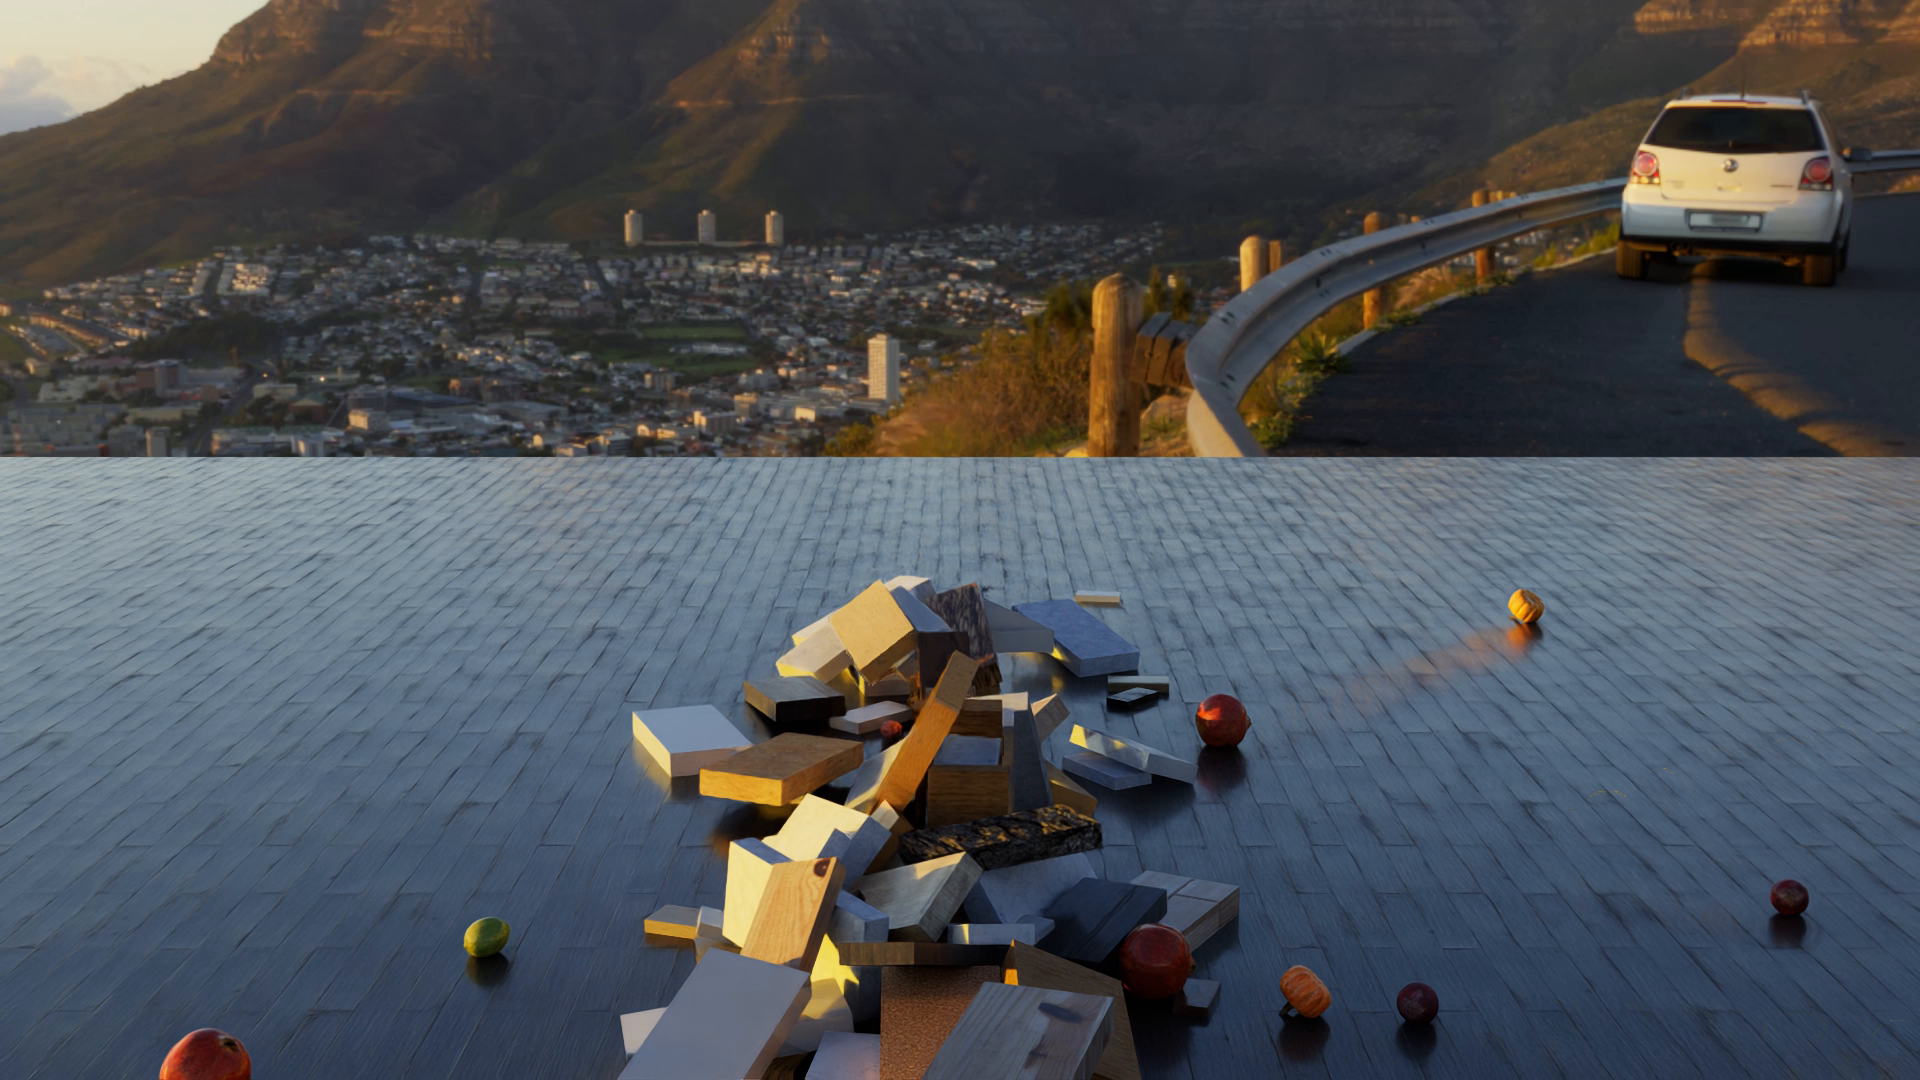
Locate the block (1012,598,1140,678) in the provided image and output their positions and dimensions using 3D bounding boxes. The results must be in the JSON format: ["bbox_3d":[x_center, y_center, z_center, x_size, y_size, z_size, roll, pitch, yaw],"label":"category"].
[{"bbox_3d":[0.274,0.232,5.283,0.163,0.046,0.327,-6,24,-28],"label":"block"}]

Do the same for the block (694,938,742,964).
[{"bbox_3d":[-0.353,0.647,3.305,0.075,0.021,0.235,-2,11,-11],"label":"block"}]

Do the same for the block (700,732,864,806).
[{"bbox_3d":[-0.337,0.435,4.200,0.170,0.048,0.340,5,9,23],"label":"block"}]

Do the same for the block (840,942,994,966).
[{"bbox_3d":[-0.052,0.555,2.942,0.099,0.028,0.380,-4,-12,16],"label":"block"}]

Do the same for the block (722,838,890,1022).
[{"bbox_3d":[-0.228,0.561,3.194,0.043,0.150,0.344,-4,15,-39],"label":"block"}]

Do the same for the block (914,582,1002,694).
[{"bbox_3d":[-0.020,0.216,4.647,0.171,0.048,0.341,-17,29,2],"label":"block"}]

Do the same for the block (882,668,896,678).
[{"bbox_3d":[-0.122,0.269,4.995,0.139,0.020,0.069,-24,10,-4],"label":"block"}]

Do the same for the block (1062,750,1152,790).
[{"bbox_3d":[0.289,0.453,4.337,0.088,0.025,0.176,-7,12,-32],"label":"block"}]

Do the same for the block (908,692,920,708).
[{"bbox_3d":[-0.046,0.335,4.576,0.119,0.017,0.059,2,11,9],"label":"block"}]

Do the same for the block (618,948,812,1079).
[{"bbox_3d":[-0.324,0.659,2.859,0.150,0.043,0.301,11,34,18],"label":"block"}]

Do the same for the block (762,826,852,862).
[{"bbox_3d":[-0.270,0.518,3.431,0.036,0.126,0.253,40,-27,-18],"label":"block"}]

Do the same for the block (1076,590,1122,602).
[{"bbox_3d":[0.376,0.153,5.975,0.119,0.017,0.059,2,11,9],"label":"block"}]

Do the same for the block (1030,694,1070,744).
[{"bbox_3d":[0.044,0.390,4.114,0.324,0.046,0.162,-26,10,45],"label":"block"}]

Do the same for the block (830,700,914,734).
[{"bbox_3d":[-0.186,0.381,4.727,0.088,0.025,0.176,10,14,42],"label":"block"}]

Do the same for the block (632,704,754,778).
[{"bbox_3d":[-0.550,0.409,4.512,0.170,0.048,0.340,-4,11,-20],"label":"block"}]

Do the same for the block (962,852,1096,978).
[{"bbox_3d":[0.115,0.552,3.424,0.047,0.164,0.328,-30,-4,27],"label":"block"}]

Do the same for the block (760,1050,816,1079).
[{"bbox_3d":[-0.189,0.659,3.216,0.108,0.030,0.627,3,11,15],"label":"block"}]

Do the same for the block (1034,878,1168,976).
[{"bbox_3d":[0.199,0.589,3.319,0.139,0.039,0.277,5,16,25],"label":"block"}]

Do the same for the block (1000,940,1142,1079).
[{"bbox_3d":[0.140,0.630,2.849,0.160,0.045,0.320,22,12,-6],"label":"block"}]

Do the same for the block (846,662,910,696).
[{"bbox_3d":[-0.190,0.302,5.124,0.126,0.036,0.348,-2,11,-12],"label":"block"}]

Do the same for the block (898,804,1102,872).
[{"bbox_3d":[0.062,0.461,3.361,0.277,0.039,0.139,-8,9,-21],"label":"block"}]

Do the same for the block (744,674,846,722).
[{"bbox_3d":[-0.363,0.344,4.798,0.151,0.043,0.302,-4,7,-18],"label":"block"}]

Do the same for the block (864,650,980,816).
[{"bbox_3d":[-0.091,0.385,3.627,0.046,0.416,0.162,28,30,-1],"label":"block"}]

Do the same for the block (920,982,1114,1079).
[{"bbox_3d":[0.064,0.615,2.572,0.164,0.047,0.328,4,14,16],"label":"block"}]

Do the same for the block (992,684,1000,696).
[{"bbox_3d":[-0.001,0.328,4.792,0.171,0.048,0.700,0,11,-1],"label":"block"}]

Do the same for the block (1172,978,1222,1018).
[{"bbox_3d":[0.346,0.668,3.211,0.052,0.015,0.103,3,11,17],"label":"block"}]

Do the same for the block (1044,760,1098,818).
[{"bbox_3d":[0.145,0.449,4.167,0.139,0.039,0.278,23,2,-21],"label":"block"}]

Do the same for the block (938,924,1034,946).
[{"bbox_3d":[0.023,0.562,3.123,0.099,0.028,0.198,4,-12,-20],"label":"block"}]

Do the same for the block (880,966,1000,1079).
[{"bbox_3d":[-0.018,0.683,2.681,0.160,0.045,0.677,0,13,-2],"label":"block"}]

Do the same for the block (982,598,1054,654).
[{"bbox_3d":[0.052,0.193,5.075,0.163,0.046,0.740,-1,4,-11],"label":"block"}]

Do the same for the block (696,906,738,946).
[{"bbox_3d":[-0.331,0.607,3.398,0.149,0.021,0.075,17,9,-7],"label":"block"}]

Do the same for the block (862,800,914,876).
[{"bbox_3d":[-0.164,0.515,3.468,0.030,0.215,0.108,40,-2,-16],"label":"block"}]
